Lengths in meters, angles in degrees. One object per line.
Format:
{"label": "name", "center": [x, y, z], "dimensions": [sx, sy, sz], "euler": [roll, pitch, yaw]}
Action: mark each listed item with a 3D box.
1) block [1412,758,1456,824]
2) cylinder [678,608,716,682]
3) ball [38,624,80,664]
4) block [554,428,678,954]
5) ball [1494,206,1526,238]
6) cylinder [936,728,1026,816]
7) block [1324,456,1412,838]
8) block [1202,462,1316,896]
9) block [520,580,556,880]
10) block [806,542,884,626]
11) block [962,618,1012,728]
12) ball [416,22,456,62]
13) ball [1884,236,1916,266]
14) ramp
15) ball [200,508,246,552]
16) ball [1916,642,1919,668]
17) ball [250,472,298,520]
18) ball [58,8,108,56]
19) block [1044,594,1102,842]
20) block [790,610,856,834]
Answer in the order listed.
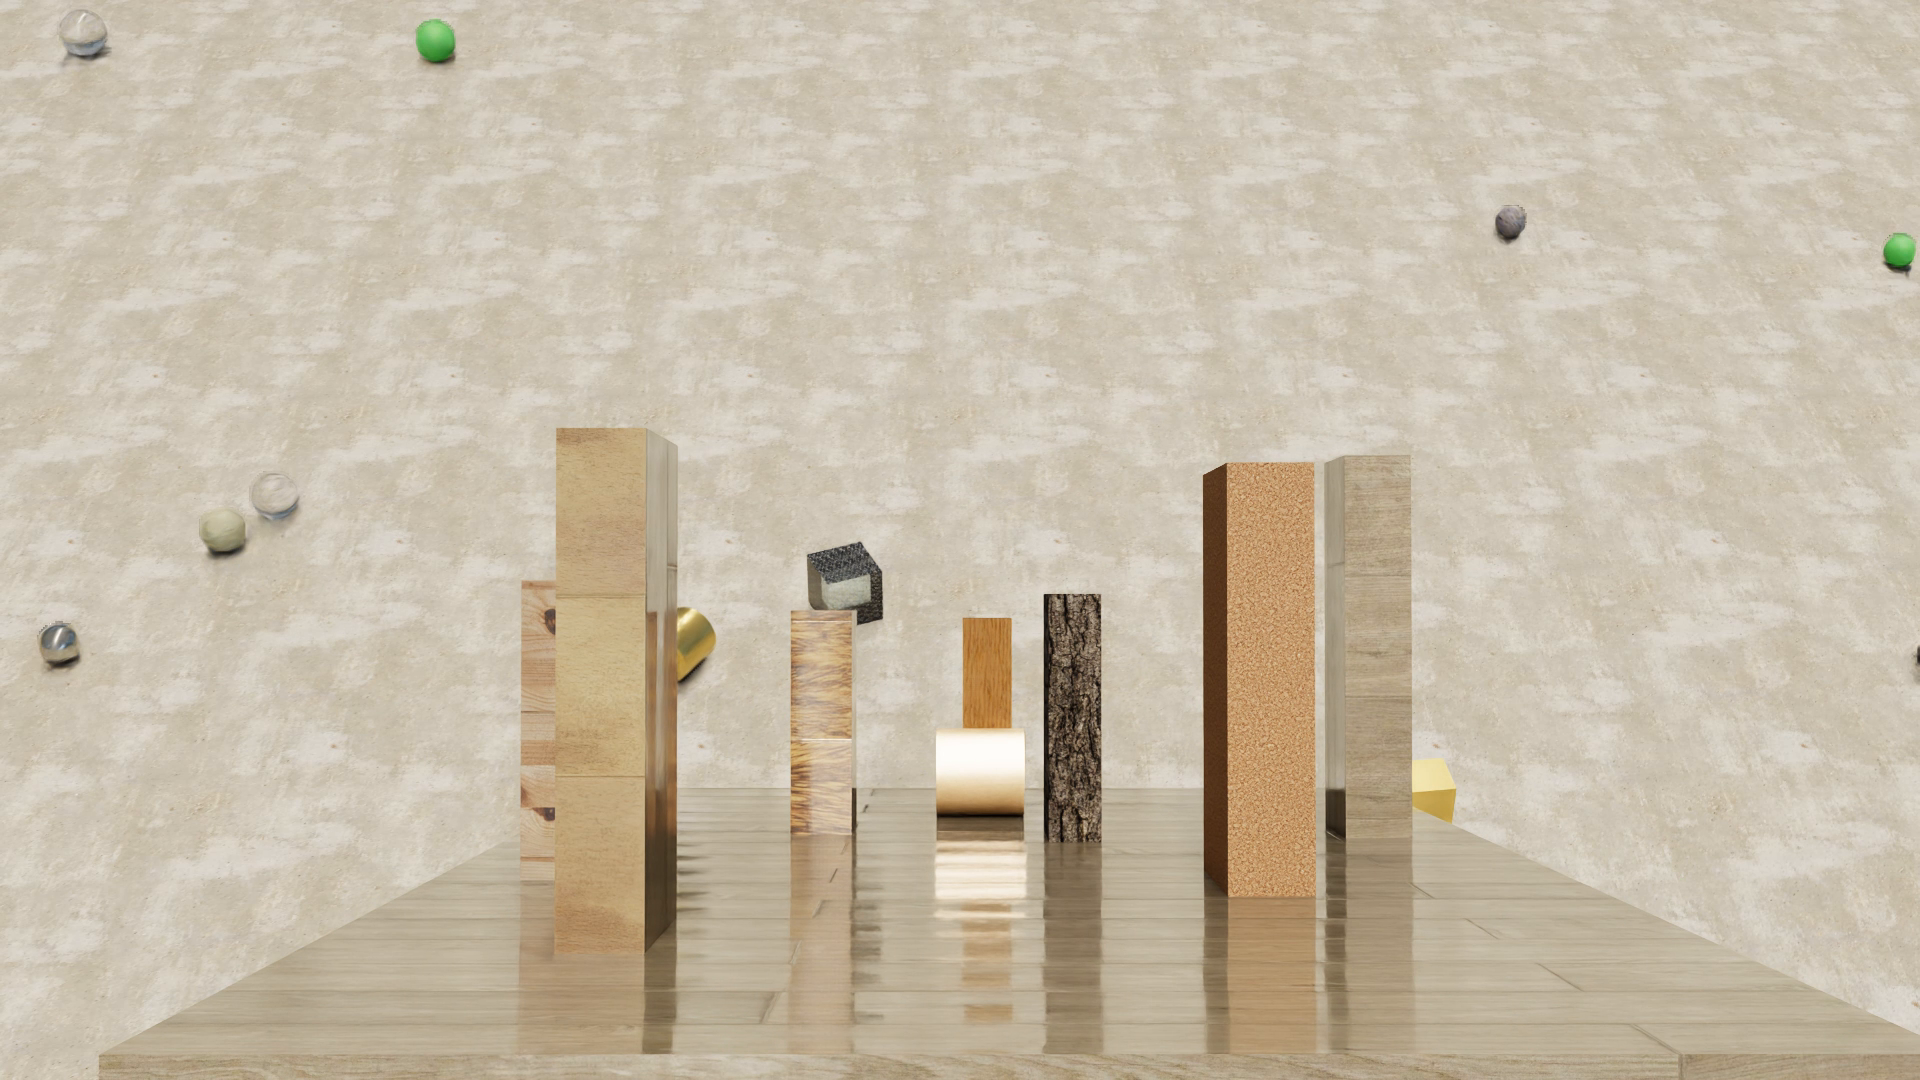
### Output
{"label": "block", "center": [1.213, 0.665, 6.791], "dimensions": [0.128, 0.128, 0.128], "euler": [-4, 34, -6]}
{"label": "cylinder", "center": [-0.796, 0.295, 7.319], "dimensions": [0.155, 0.155, 0.155], "euler": [16, 37, 23]}
{"label": "ball", "center": [-2.553, 0.294, 7.360], "dimensions": [0.111, 0.111, 0.111], "euler": [0, 34, 0]}
{"label": "block", "center": [-0.498, 0.213, 3.798], "dimensions": [0.124, 0.727, 0.410], "euler": [0, -1, 0]}
{"label": "ball", "center": [2.026, -1.171, 9.547], "dimensions": [0.112, 0.112, 0.112], "euler": [0, 34, 0]}
{"label": "cylinder", "center": [0.046, 0.528, 5.909], "dimensions": [0.198, 0.198, 0.198], "euler": [1, 34, -2]}
{"label": "block", "center": [0.861, 0.223, 5.492], "dimensions": [0.137, 0.788, 0.299], "euler": [0, -1, 0]}
{"label": "block", "center": [0.514, 0.235, 4.501], "dimensions": [0.145, 0.716, 0.428], "euler": [0, -1, 0]}
{"label": "block", "center": [-0.694, 0.337, 4.728], "dimensions": [0.147, 0.523, 0.378], "euler": [0, -1, 0]}
{"label": "block", "center": [-0.334, 0.136, 7.545], "dimensions": [0.168, 0.168, 0.168], "euler": [-14, 36, -20]}
{"label": "block", "center": [0.063, 0.408, 6.135], "dimensions": [0.113, 0.448, 0.250], "euler": [0, -1, 0]}
{"label": "ball", "center": [-2.196, -2.087, 10.869], "dimensions": [0.164, 0.164, 0.164], "euler": [0, 34, 0]}
{"label": "ball", "center": [3.388, -1.041, 9.354], "dimensions": [0.112, 0.112, 0.112], "euler": [0, 34, 0]}
{"label": "ramp", "center": [0.075, 0.650, 4.785], "dimensions": [2.000, 0.100, 4.000], "euler": [0, -1, 0]}
{"label": "ball", "center": [-2.221, -0.030, 7.824], "dimensions": [0.133, 0.133, 0.133], "euler": [0, 34, 0]}
{"label": "ball", "center": [2.767, 0.323, 7.264], "dimensions": [0.169, 0.169, 0.169], "euler": [0, 34, 0]}
{"label": "ball", "center": [-2.105, -0.135, 7.972], "dimensions": [0.144, 0.144, 0.144], "euler": [0, 34, 0]}
{"label": "ball", "center": [-3.687, -2.134, 10.913], "dimensions": [0.194, 0.194, 0.194], "euler": [0, 34, 0]}
{"label": "block", "center": [0.233, 0.364, 5.411], "dimensions": [0.107, 0.502, 0.322], "euler": [0, -1, 0]}
{"label": "block", "center": [-0.290, 0.384, 5.559], "dimensions": [0.128, 0.468, 0.267], "euler": [0, -1, 0]}
